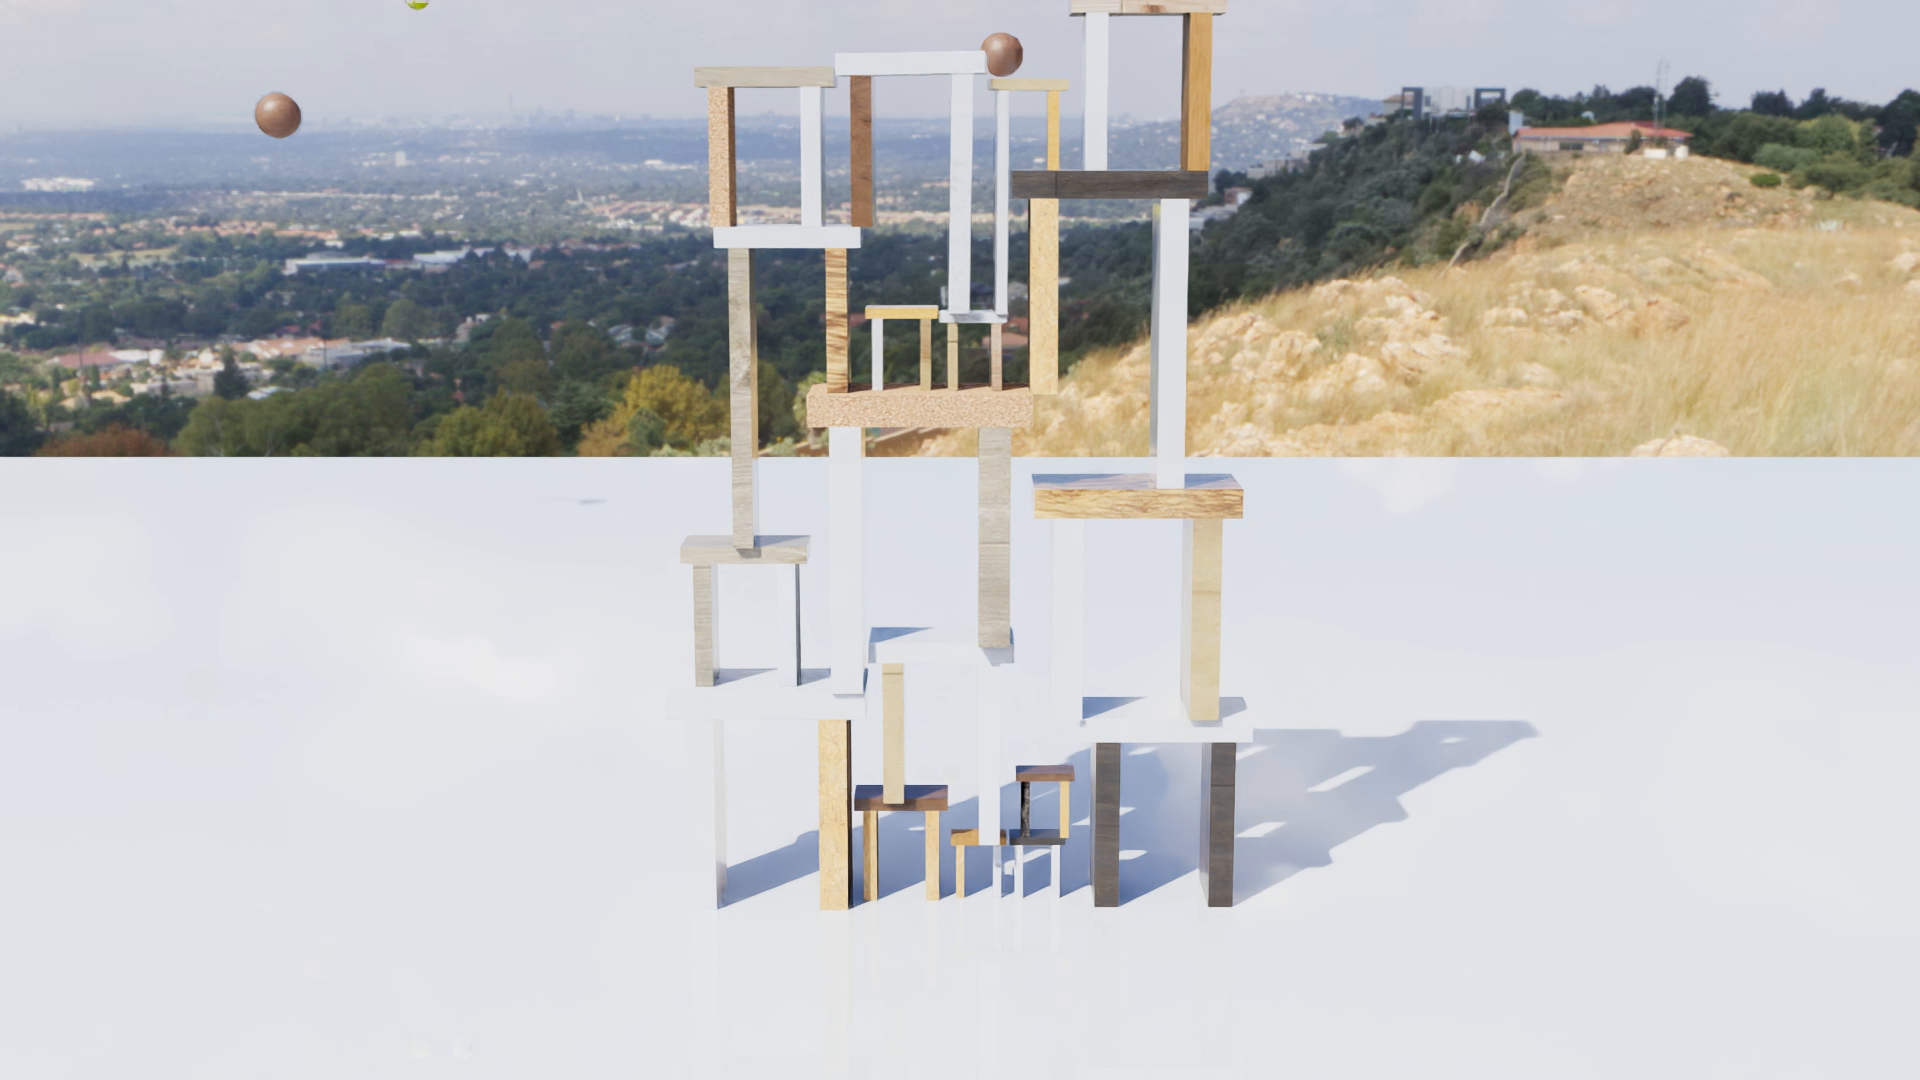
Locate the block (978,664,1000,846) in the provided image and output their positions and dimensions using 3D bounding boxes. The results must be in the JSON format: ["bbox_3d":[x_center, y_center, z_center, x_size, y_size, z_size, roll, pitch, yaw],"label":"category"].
[{"bbox_3d":[0.048,0.338,3.620,0.033,0.305,0.117,0,11,0],"label":"block"}]

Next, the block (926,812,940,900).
[{"bbox_3d":[-0.046,0.513,3.660,0.022,0.154,0.077,0,11,0],"label":"block"}]

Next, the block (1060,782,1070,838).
[{"bbox_3d":[0.172,0.439,3.642,0.014,0.096,0.048,0,11,0],"label":"block"}]

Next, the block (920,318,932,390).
[{"bbox_3d":[-0.054,-0.298,3.508,0.016,0.114,0.057,0,11,0],"label":"block"}]

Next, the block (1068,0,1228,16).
[{"bbox_3d":[0.289,-0.831,3.406,0.238,0.034,0.119,0,11,0],"label":"block"}]

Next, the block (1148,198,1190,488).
[{"bbox_3d":[0.332,-0.317,3.503,0.043,0.452,0.151,0,11,0],"label":"block"}]

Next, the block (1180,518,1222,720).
[{"bbox_3d":[0.392,0.113,3.585,0.047,0.329,0.165,0,11,0],"label":"block"}]

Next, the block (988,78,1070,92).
[{"bbox_3d":[0.106,-0.708,3.419,0.121,0.017,0.061,0,11,-4],"label":"block"}]

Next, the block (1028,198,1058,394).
[{"bbox_3d":[0.131,-0.391,3.490,0.043,0.302,0.151,0,11,0],"label":"block"}]

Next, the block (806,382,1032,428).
[{"bbox_3d":[-0.063,-0.217,3.518,0.353,0.050,0.176,0,11,0],"label":"block"}]

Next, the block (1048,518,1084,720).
[{"bbox_3d":[0.173,0.113,3.585,0.047,0.329,0.165,0,11,0],"label":"block"}]

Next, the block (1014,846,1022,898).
[{"bbox_3d":[0.097,0.545,3.661,0.013,0.092,0.046,0,11,0],"label":"block"}]

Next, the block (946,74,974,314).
[{"bbox_3d":[-0.001,-0.544,3.460,0.033,0.367,0.115,1,11,-2],"label":"block"}]

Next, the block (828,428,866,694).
[{"bbox_3d":[-0.181,0.019,3.563,0.050,0.429,0.176,0,11,0],"label":"block"}]

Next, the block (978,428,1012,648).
[{"bbox_3d":[0.055,-0.019,3.555,0.050,0.353,0.176,0,11,0],"label":"block"}]

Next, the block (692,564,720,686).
[{"bbox_3d":[-0.413,0.129,3.588,0.029,0.202,0.101,0,11,0],"label":"block"}]

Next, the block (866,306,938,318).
[{"bbox_3d":[-0.092,-0.363,3.497,0.114,0.016,0.057,0,11,0],"label":"block"}]

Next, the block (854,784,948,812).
[{"bbox_3d":[-0.097,0.427,3.644,0.154,0.022,0.077,0,11,0],"label":"block"}]

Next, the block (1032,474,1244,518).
[{"bbox_3d":[0.282,-0.072,3.550,0.329,0.047,0.165,0,11,0],"label":"block"}]

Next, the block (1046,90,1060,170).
[{"bbox_3d":[0.145,-0.640,3.436,0.017,0.122,0.061,0,11,0],"label":"block"}]

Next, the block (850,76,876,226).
[{"bbox_3d":[-0.152,-0.610,3.450,0.033,0.230,0.115,0,11,1],"label":"block"}]

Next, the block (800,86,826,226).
[{"bbox_3d":[-0.230,-0.601,3.447,0.030,0.213,0.107,0,11,1],"label":"block"}]

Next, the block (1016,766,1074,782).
[{"bbox_3d":[0.140,0.385,3.632,0.096,0.014,0.048,0,11,0],"label":"block"}]

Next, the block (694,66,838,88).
[{"bbox_3d":[-0.301,-0.721,3.425,0.213,0.030,0.107,0,11,1],"label":"block"}]

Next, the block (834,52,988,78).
[{"bbox_3d":[-0.074,-0.741,3.426,0.230,0.033,0.115,0,11,3],"label":"block"}]

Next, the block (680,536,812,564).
[{"bbox_3d":[-0.346,0.015,3.567,0.203,0.029,0.101,0,11,0],"label":"block"}]

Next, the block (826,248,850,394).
[{"bbox_3d":[-0.193,-0.352,3.490,0.032,0.227,0.113,0,11,0],"label":"block"}]

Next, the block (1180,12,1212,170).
[{"bbox_3d":[0.368,-0.698,3.431,0.034,0.238,0.119,0,11,0],"label":"block"}]

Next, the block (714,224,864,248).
[{"bbox_3d":[-0.268,-0.479,3.466,0.227,0.032,0.113,0,11,0],"label":"block"}]

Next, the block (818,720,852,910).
[{"bbox_3d":[-0.206,0.432,3.640,0.046,0.321,0.161,0,11,0],"label":"block"}]

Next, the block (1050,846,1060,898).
[{"bbox_3d":[0.158,0.545,3.661,0.013,0.092,0.046,0,11,0],"label":"block"}]

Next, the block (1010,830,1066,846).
[{"bbox_3d":[0.128,0.493,3.651,0.092,0.013,0.046,0,11,0],"label":"block"}]

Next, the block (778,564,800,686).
[{"bbox_3d":[-0.279,0.129,3.589,0.029,0.203,0.101,0,11,0],"label":"block"}]

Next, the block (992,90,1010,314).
[{"bbox_3d":[0.064,-0.530,3.452,0.017,0.344,0.061,-1,11,-5],"label":"block"}]

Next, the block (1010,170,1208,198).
[{"bbox_3d":[0.231,-0.560,3.459,0.302,0.043,0.151,0,11,0],"label":"block"}]

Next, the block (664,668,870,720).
[{"bbox_3d":[-0.313,0.252,3.606,0.321,0.046,0.161,0,11,0],"label":"block"}]

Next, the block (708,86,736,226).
[{"bbox_3d":[-0.372,-0.601,3.448,0.030,0.213,0.107,0,11,0],"label":"block"}]

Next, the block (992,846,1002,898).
[{"bbox_3d":[0.062,0.545,3.661,0.013,0.092,0.046,0,11,0],"label":"block"}]

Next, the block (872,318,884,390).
[{"bbox_3d":[-0.131,-0.298,3.508,0.016,0.114,0.057,0,11,0],"label":"block"}]

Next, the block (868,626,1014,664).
[{"bbox_3d":[-0.030,0.171,3.589,0.234,0.033,0.117,0,11,0],"label":"block"}]

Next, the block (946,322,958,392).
[{"bbox_3d":[-0.013,-0.294,3.503,0.015,0.107,0.054,-1,11,-3],"label":"block"}]

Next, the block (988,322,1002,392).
[{"bbox_3d":[0.056,-0.294,3.503,0.015,0.107,0.054,-1,11,-4],"label":"block"}]

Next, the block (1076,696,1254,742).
[{"bbox_3d":[0.333,0.295,3.618,0.280,0.040,0.140,0,11,0],"label":"block"}]

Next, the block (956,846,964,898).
[{"bbox_3d":[0.000,0.545,3.661,0.013,0.092,0.046,0,11,0],"label":"block"}]

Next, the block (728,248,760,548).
[{"bbox_3d":[-0.345,-0.230,3.512,0.032,0.474,0.113,0,11,0],"label":"block"}]

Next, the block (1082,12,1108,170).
[{"bbox_3d":[0.210,-0.698,3.431,0.034,0.238,0.119,0,11,0],"label":"block"}]

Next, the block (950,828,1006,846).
[{"bbox_3d":[0.031,0.493,3.651,0.092,0.013,0.046,0,11,0],"label":"block"}]

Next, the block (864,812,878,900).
[{"bbox_3d":[-0.148,0.513,3.660,0.022,0.154,0.077,0,11,0],"label":"block"}]

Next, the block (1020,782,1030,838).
[{"bbox_3d":[0.108,0.439,3.642,0.014,0.096,0.048,0,11,0],"label":"block"}]

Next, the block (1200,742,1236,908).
[{"bbox_3d":[0.427,0.452,3.647,0.040,0.280,0.140,0,11,0],"label":"block"}]

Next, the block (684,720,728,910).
[{"bbox_3d":[-0.420,0.432,3.640,0.046,0.321,0.161,0,11,0],"label":"block"}]

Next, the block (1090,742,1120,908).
[{"bbox_3d":[0.240,0.452,3.647,0.040,0.280,0.140,0,11,0],"label":"block"}]

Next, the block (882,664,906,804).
[{"bbox_3d":[-0.108,0.303,3.613,0.033,0.234,0.117,0,11,0],"label":"block"}]

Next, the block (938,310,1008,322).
[{"bbox_3d":[0.020,-0.355,3.489,0.107,0.015,0.054,0,11,-3],"label":"block"}]
